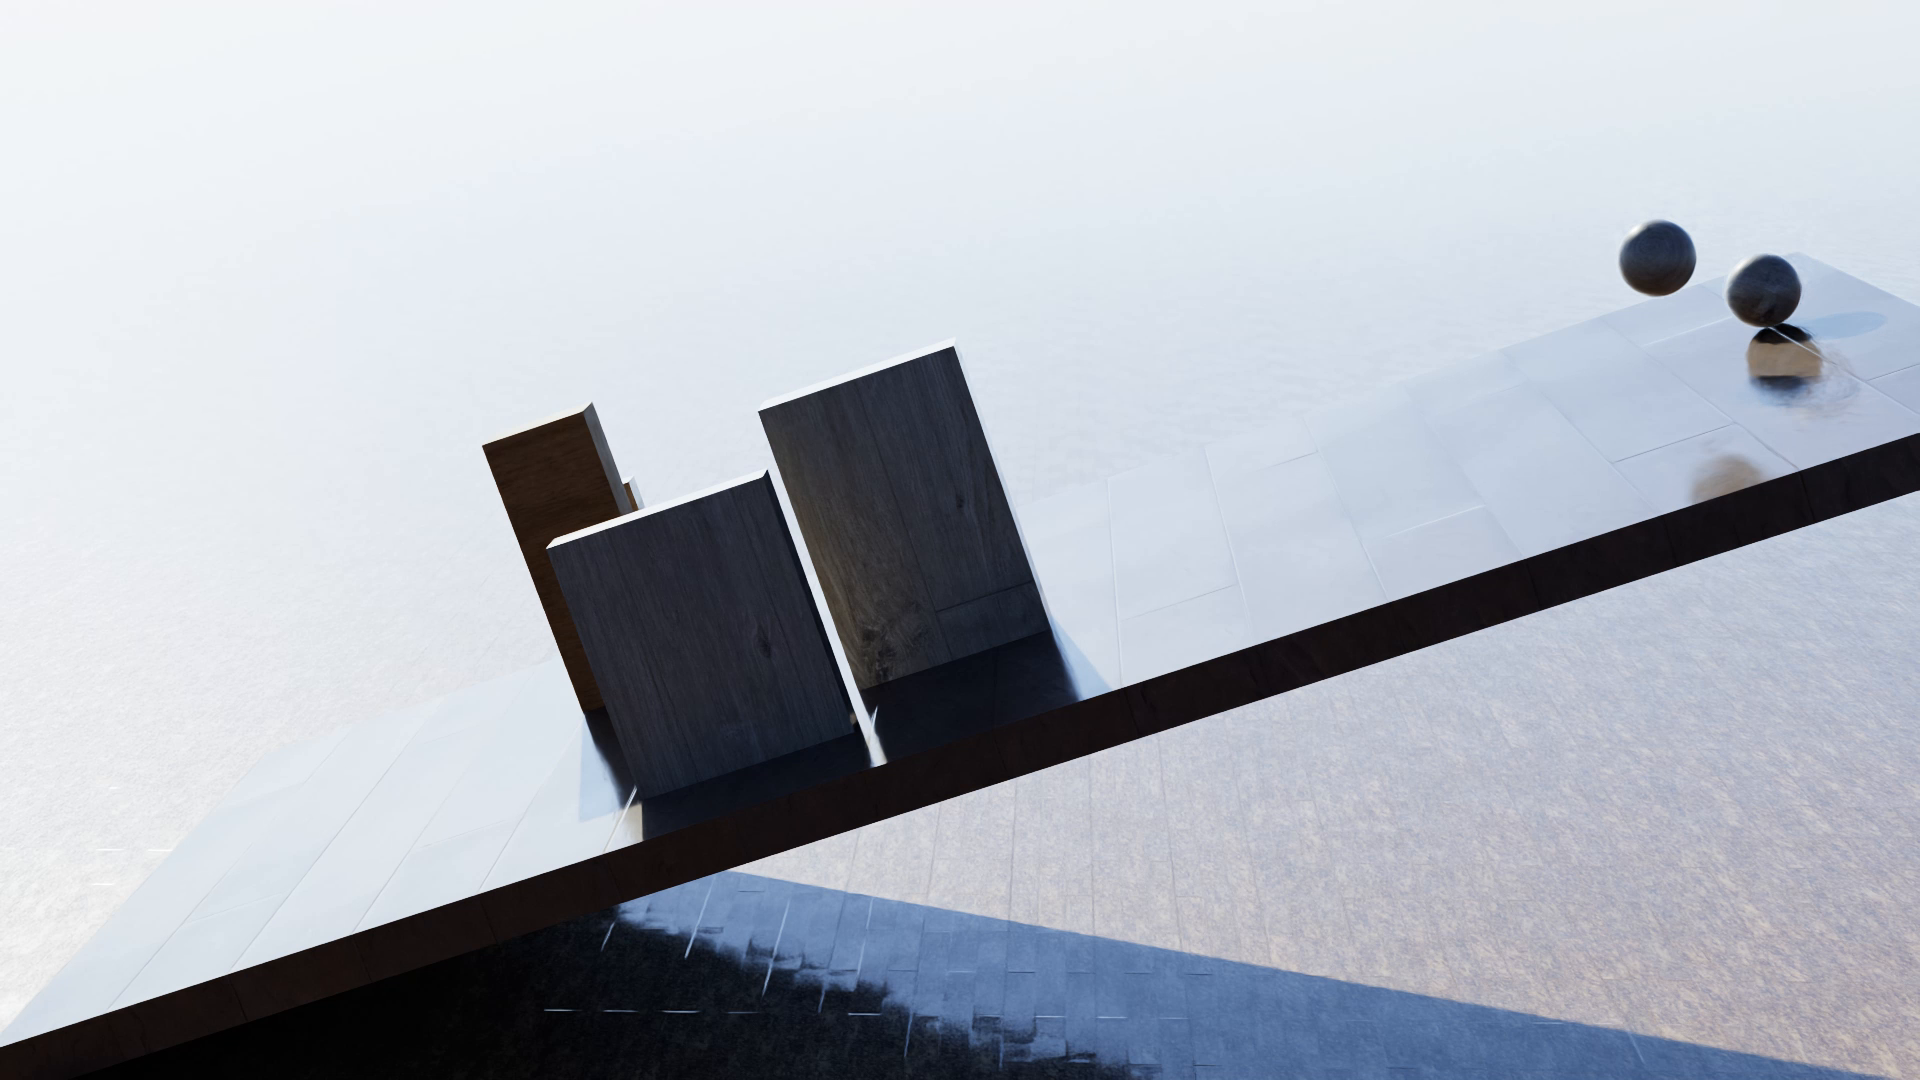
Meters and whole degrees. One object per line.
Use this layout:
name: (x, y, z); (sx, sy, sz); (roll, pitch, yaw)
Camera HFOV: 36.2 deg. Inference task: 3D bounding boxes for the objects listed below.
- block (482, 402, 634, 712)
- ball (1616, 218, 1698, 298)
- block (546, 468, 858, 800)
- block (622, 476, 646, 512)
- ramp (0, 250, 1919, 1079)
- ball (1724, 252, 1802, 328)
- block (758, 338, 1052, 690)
block: (-0.842, 0.039, 6.648); (0.240, 0.648, 0.141); (-18, 11, 6)
ball: (1.462, -0.591, 6.169); (0.164, 0.164, 0.164); (0, 12, 0)
block: (-0.493, 0.183, 5.657); (0.438, 0.525, 0.091); (-18, 11, 6)
block: (-0.838, 0.077, 7.103); (0.243, 0.404, 0.084); (-18, 11, 6)
ramp: (0.107, 0.180, 6.305); (4.000, 0.100, 2.000); (-18, 11, 6)
ball: (1.736, -0.540, 6.358); (0.161, 0.161, 0.161); (0, 12, 0)
block: (-0.107, -0.052, 5.938); (0.412, 0.606, 0.122); (-18, 11, 6)
